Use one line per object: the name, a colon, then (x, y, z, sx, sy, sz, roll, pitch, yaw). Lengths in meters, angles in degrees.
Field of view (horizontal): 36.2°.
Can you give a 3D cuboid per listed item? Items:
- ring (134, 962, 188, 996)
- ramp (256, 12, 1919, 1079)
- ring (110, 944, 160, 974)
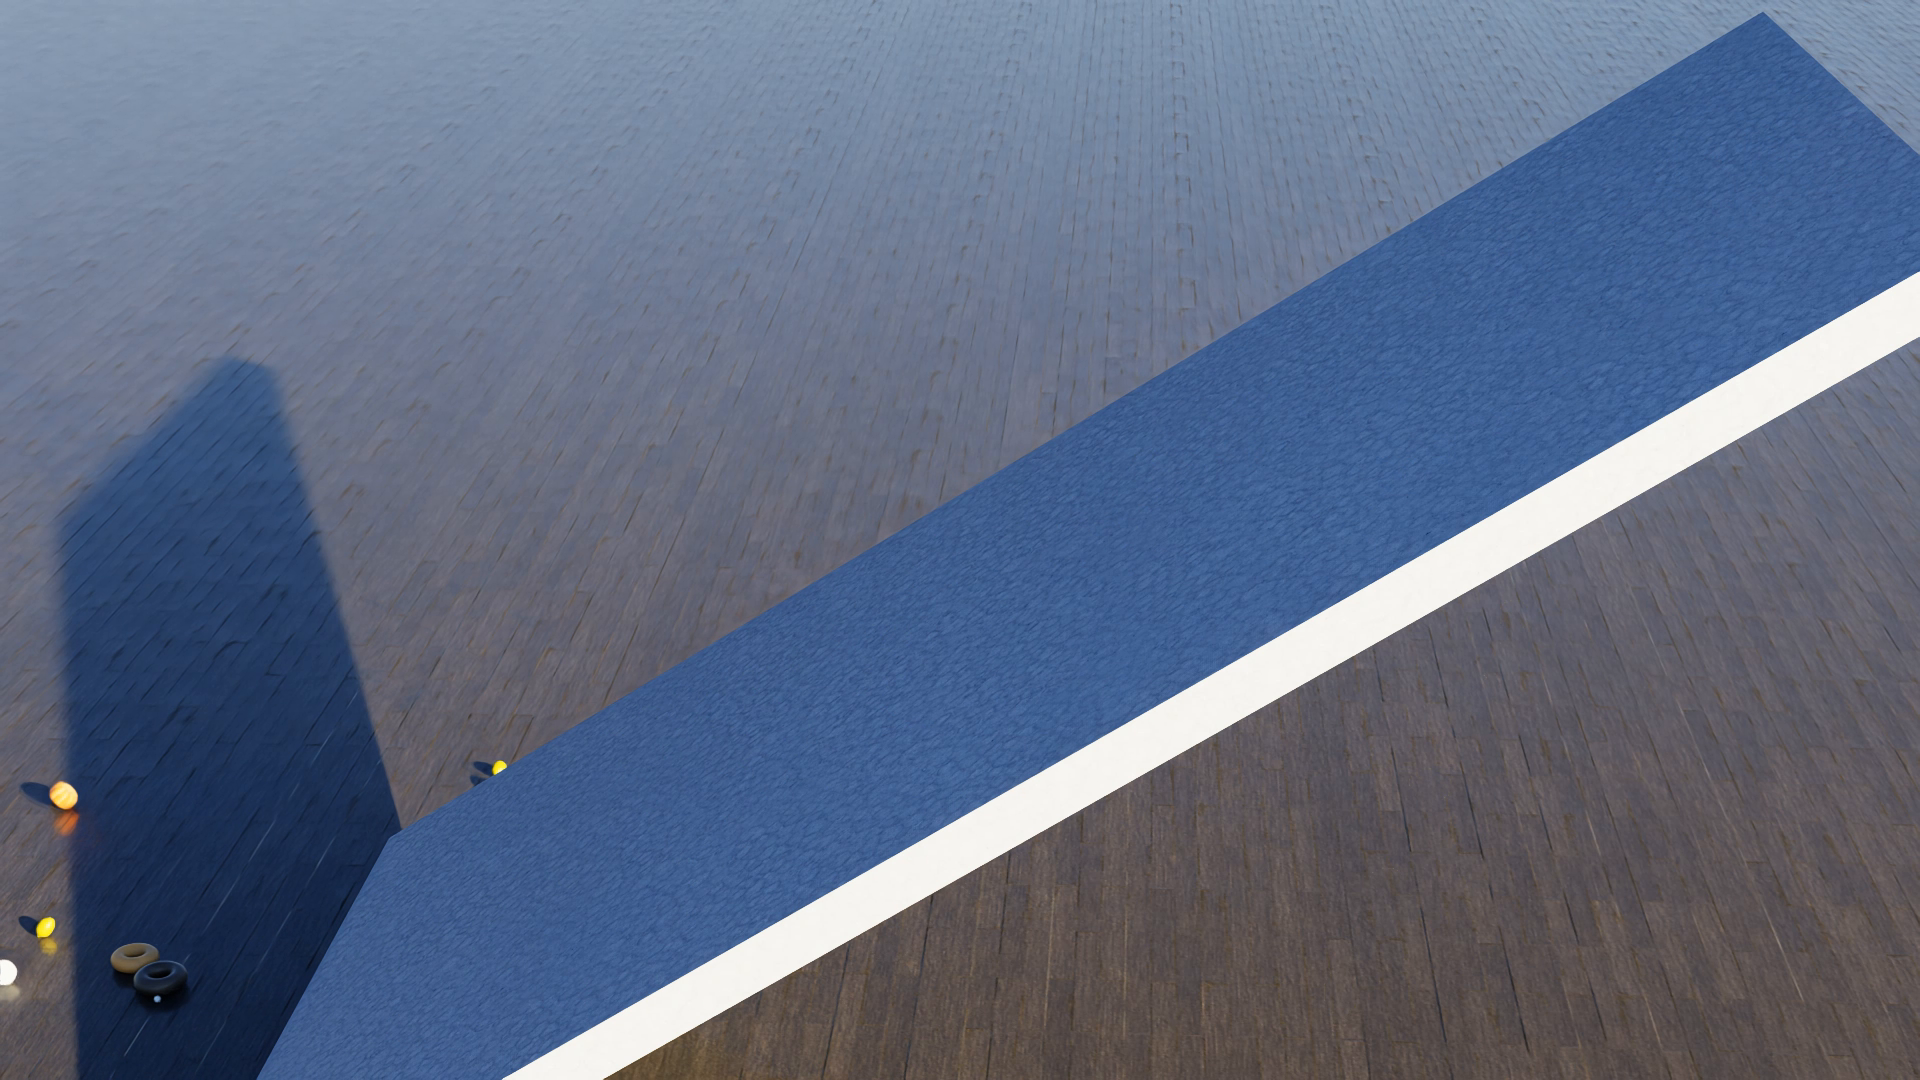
ring: (-1.935, 1.061, 7.118, 0.129, 0.043, 0.129, -1, 21, 0)
ramp: (0.139, 0.171, 6.296, 4.000, 0.100, 2.000, -31, 15, 14)
ring: (-2.024, 1.026, 7.218, 0.117, 0.039, 0.117, 1, 19, 0)
